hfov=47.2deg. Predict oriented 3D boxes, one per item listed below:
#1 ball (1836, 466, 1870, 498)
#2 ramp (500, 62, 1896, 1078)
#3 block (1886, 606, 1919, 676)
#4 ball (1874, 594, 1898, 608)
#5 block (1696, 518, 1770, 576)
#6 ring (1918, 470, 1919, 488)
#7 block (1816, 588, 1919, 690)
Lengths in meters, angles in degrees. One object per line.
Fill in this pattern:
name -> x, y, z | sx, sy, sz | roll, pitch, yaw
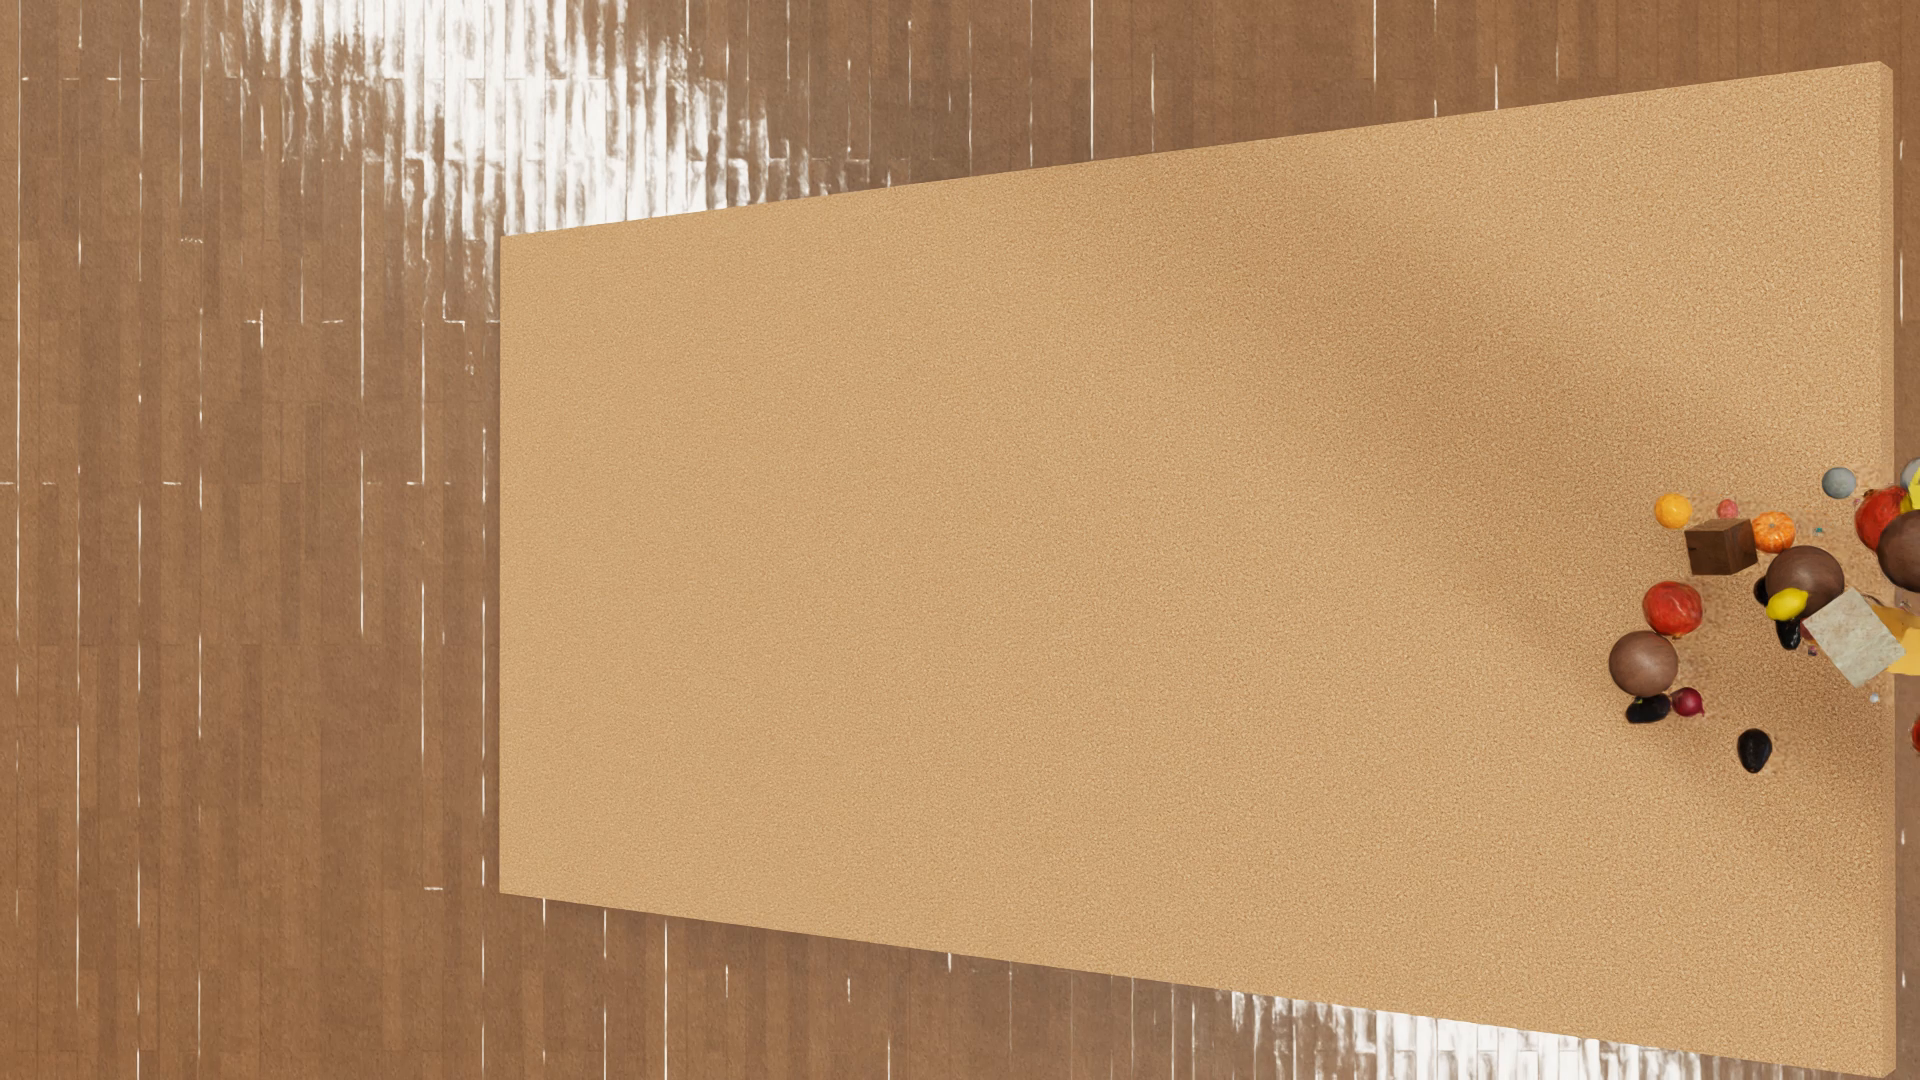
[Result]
ball -> 1.647, -0.107, 4.055 | 0.061, 0.061, 0.061 | 0, 90, 0
ramp -> 0.235, 0.066, 5.555 | 4.000, 0.100, 2.000 | 0, 89, 37
block -> 1.577, 0.168, 3.644 | 0.083, 0.083, 0.083 | 8, 113, -26
ball -> 1.545, 0.129, 3.704 | 0.073, 0.073, 0.073 | 0, 90, 0
block -> 1.344, 0.011, 3.823 | 0.080, 0.080, 0.080 | -19, 101, -33
ring -> 1.605, -0.109, 3.551 | 0.115, 0.115, 0.038 | -31, 109, 0
block -> 1.484, 0.161, 3.588 | 0.099, 0.099, 0.099 | -39, 133, 17
